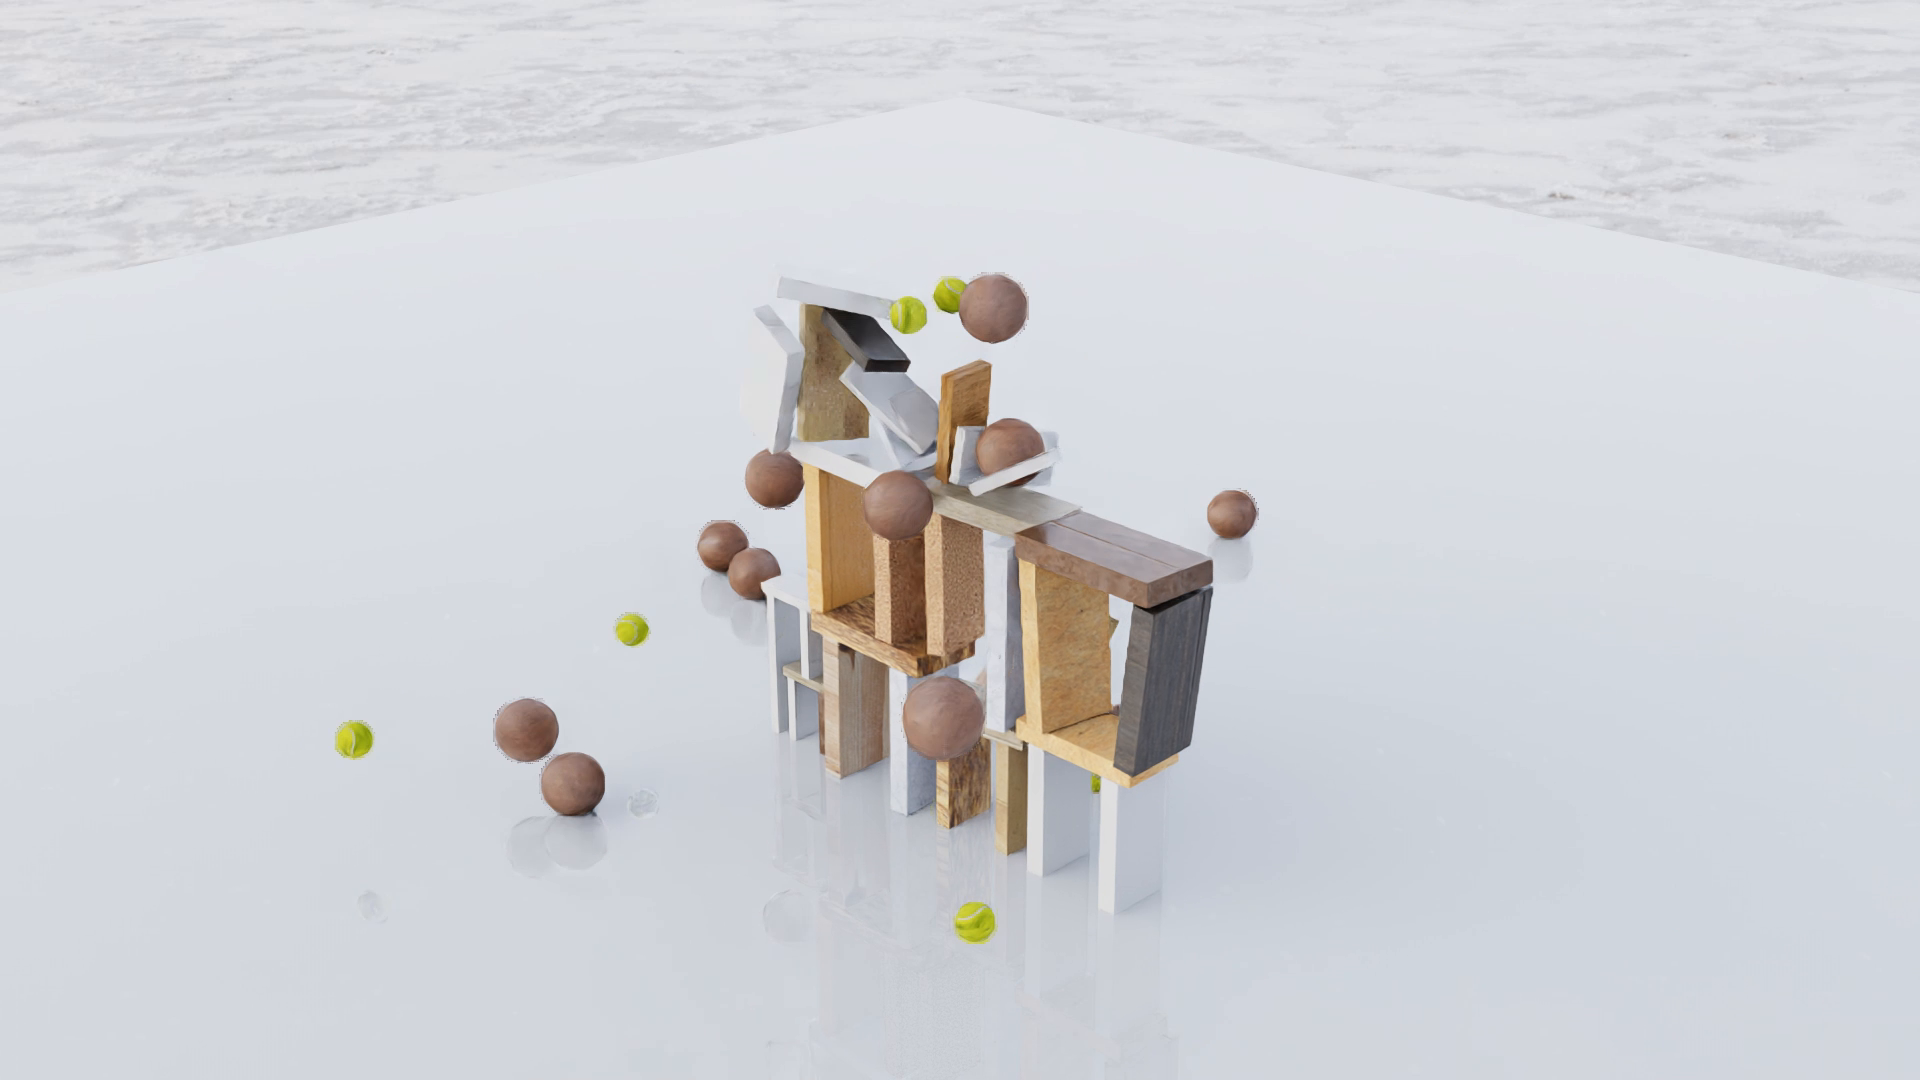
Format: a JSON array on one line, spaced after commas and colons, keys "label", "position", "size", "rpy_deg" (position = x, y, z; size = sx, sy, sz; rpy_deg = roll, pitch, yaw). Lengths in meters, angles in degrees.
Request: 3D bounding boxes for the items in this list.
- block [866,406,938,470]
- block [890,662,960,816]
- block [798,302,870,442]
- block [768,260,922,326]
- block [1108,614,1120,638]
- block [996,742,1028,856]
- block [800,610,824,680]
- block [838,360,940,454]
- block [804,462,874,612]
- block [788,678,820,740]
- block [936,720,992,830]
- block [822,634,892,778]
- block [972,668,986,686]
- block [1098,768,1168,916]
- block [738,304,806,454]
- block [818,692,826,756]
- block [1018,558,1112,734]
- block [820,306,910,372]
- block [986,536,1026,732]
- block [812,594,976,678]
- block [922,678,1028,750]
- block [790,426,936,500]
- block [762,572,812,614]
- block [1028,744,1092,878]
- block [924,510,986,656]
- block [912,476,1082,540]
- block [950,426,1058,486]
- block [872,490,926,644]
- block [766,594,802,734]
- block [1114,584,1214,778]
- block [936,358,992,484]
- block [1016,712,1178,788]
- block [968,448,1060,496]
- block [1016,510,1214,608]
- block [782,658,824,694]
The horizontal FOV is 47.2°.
[{"label": "block", "position": [-0.120, -0.240, 4.233], "size": [0.094, 0.187, 0.027], "rpy_deg": [-25, 1, -27]}, {"label": "block", "position": [-0.071, 0.383, 4.450], "size": [0.045, 0.318, 0.159], "rpy_deg": [19, 29, 37]}, {"label": "block", "position": [-0.243, -0.331, 4.276], "size": [0.137, 0.274, 0.039], "rpy_deg": [-5, 18, -23]}, {"label": "block", "position": [-0.218, -0.468, 4.160], "size": [0.274, 0.039, 0.137], "rpy_deg": [10, 18, -14]}, {"label": "block", "position": [0.245, 0.209, 4.309], "size": [0.078, 0.156, 0.022], "rpy_deg": [27, 9, 6]}, {"label": "block", "position": [0.126, 0.486, 4.307], "size": [0.121, 0.241, 0.034], "rpy_deg": [-19, 29, -38]}, {"label": "block", "position": [-0.299, 0.208, 4.638], "size": [0.022, 0.158, 0.079], "rpy_deg": [21, 31, 41]}, {"label": "block", "position": [-0.123, -0.270, 4.201], "size": [0.094, 0.215, 0.027], "rpy_deg": [-53, 16, -22]}, {"label": "block", "position": [-0.240, -0.024, 4.484], "size": [0.157, 0.313, 0.044], "rpy_deg": [-20, 28, -41]}, {"label": "block", "position": [-0.335, 0.353, 4.741], "size": [0.021, 0.147, 0.073], "rpy_deg": [21, 31, 41]}, {"label": "block", "position": [0.008, 0.446, 4.401], "size": [0.034, 0.241, 0.121], "rpy_deg": [21, 31, 41]}, {"label": "block", "position": [-0.209, 0.324, 4.589], "size": [0.045, 0.318, 0.159], "rpy_deg": [21, 30, 40]}, {"label": "block", "position": [0.017, 0.376, 4.650], "size": [0.213, 0.030, 0.107], "rpy_deg": [-51, 31, -8]}, {"label": "block", "position": [0.323, 0.548, 4.111], "size": [0.140, 0.280, 0.040], "rpy_deg": [-21, 31, -40]}, {"label": "block", "position": [-0.370, -0.312, 4.296], "size": [0.039, 0.274, 0.137], "rpy_deg": [-22, 57, -29]}, {"label": "block", "position": [-0.266, 0.380, 4.678], "size": [0.021, 0.147, 0.073], "rpy_deg": [21, 31, 41]}, {"label": "block", "position": [0.198, 0.178, 4.090], "size": [0.167, 0.334, 0.047], "rpy_deg": [-15, 22, -32]}, {"label": "block", "position": [-0.178, -0.375, 4.115], "size": [0.094, 0.027, 0.187], "rpy_deg": [-1, 36, -35]}, {"label": "block", "position": [0.106, 0.166, 4.178], "size": [0.041, 0.376, 0.144], "rpy_deg": [13, 25, 29]}, {"label": "block", "position": [-0.136, 0.186, 4.449], "size": [0.159, 0.045, 0.318], "rpy_deg": [-20, 30, -40]}, {"label": "block", "position": [0.059, 0.339, 4.299], "size": [0.241, 0.034, 0.121], "rpy_deg": [17, 28, 34]}, {"label": "block", "position": [-0.176, -0.163, 4.351], "size": [0.157, 0.044, 0.313], "rpy_deg": [-19, 29, -39]}, {"label": "block", "position": [-0.336, 0.111, 4.637], "size": [0.158, 0.022, 0.079], "rpy_deg": [21, 31, 41]}, {"label": "block", "position": [0.192, 0.496, 4.233], "size": [0.040, 0.280, 0.140], "rpy_deg": [20, 30, 40]}, {"label": "block", "position": [-0.010, 0.067, 4.282], "size": [0.041, 0.289, 0.144], "rpy_deg": [11, 21, 32]}, {"label": "block", "position": [0.070, -0.065, 4.174], "size": [0.289, 0.041, 0.144], "rpy_deg": [19, 27, 30]}, {"label": "block", "position": [0.085, -0.159, 4.197], "size": [0.213, 0.107, 0.030], "rpy_deg": [0, 16, -33]}, {"label": "block", "position": [-0.097, 0.034, 4.346], "size": [0.044, 0.313, 0.157], "rpy_deg": [20, 29, 41]}, {"label": "block", "position": [-0.373, 0.256, 4.740], "size": [0.022, 0.326, 0.079], "rpy_deg": [21, 31, 41]}, {"label": "block", "position": [0.363, 0.246, 3.937], "size": [0.047, 0.334, 0.167], "rpy_deg": [27, 34, 36]}, {"label": "block", "position": [0.006, -0.225, 4.182], "size": [0.030, 0.222, 0.107], "rpy_deg": [28, 38, 34]}, {"label": "block", "position": [0.255, 0.374, 4.111], "size": [0.280, 0.040, 0.140], "rpy_deg": [21, 31, 40]}, {"label": "block", "position": [0.098, -0.121, 3.933], "size": [0.156, 0.022, 0.078], "rpy_deg": [-22, 4, 20]}, {"label": "block", "position": [0.273, 0.031, 3.935], "size": [0.167, 0.047, 0.334], "rpy_deg": [-19, 27, -37]}, {"label": "block", "position": [-0.300, 0.289, 4.677], "size": [0.147, 0.021, 0.073], "rpy_deg": [21, 31, 41]}]
